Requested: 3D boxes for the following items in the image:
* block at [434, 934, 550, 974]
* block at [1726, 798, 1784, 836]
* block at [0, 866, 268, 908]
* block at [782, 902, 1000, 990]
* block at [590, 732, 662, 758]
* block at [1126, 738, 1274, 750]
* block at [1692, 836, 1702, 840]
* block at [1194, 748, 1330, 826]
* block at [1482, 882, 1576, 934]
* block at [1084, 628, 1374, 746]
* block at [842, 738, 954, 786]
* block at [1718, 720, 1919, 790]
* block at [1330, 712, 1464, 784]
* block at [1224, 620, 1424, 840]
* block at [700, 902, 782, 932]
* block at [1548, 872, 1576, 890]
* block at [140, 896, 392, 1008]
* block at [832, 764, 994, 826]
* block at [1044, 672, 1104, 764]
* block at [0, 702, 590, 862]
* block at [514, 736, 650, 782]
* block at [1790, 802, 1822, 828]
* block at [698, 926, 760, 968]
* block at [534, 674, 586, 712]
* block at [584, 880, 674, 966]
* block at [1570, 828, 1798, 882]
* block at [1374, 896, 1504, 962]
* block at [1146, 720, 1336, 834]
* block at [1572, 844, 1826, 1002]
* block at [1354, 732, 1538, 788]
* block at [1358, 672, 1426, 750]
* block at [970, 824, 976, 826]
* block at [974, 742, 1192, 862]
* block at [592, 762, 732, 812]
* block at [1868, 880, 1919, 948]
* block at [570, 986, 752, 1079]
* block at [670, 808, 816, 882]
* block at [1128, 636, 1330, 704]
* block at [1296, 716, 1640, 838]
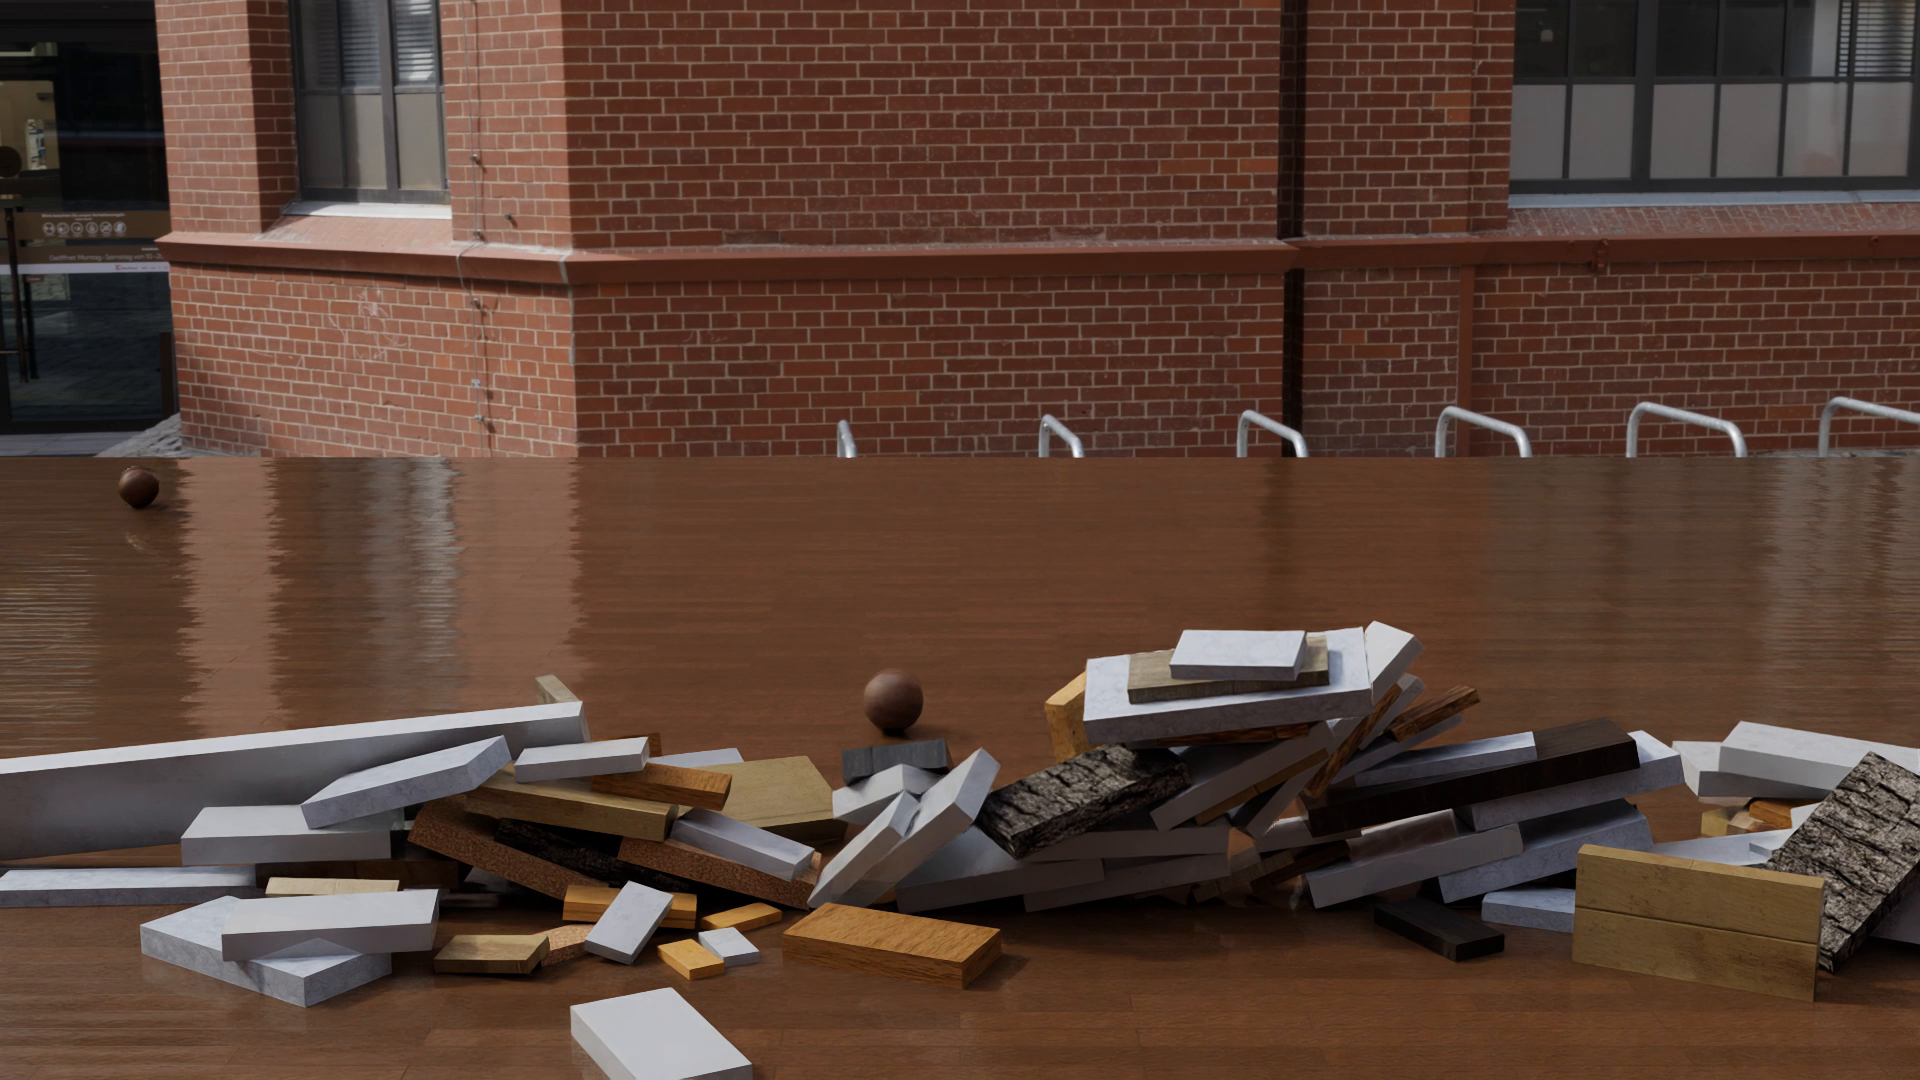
[{"bbox_3d":[-0.710,0.628,3.337,0.156,0.022,0.078,-3,17,16],"label":"block"},{"bbox_3d":[1.454,0.496,3.875,0.133,0.038,0.266,13,19,32],"label":"block"},{"bbox_3d":[-1.308,0.576,3.668,0.577,0.029,0.101,-1,11,-3],"label":"block"},{"bbox_3d":[-0.105,0.622,3.381,0.301,0.043,0.150,5,11,23],"label":"block"},{"bbox_3d":[-0.700,0.380,3.892,0.304,0.043,0.152,-7,-4,20],"label":"block"},{"bbox_3d":[0.390,0.283,3.549,0.237,0.034,0.118,-5,30,15],"label":"block"},{"bbox_3d":[1.298,0.545,3.873,0.099,0.014,0.050,-9,14,-41],"label":"block"},{"bbox_3d":[0.469,0.367,3.561,0.236,0.033,0.118,-28,24,1],"label":"block"},{"bbox_3d":[0.969,0.596,3.549,0.230,0.033,0.115,4,11,23],"label":"block"},{"bbox_3d":[0.421,0.231,3.473,0.443,0.049,0.173,-7,30,10],"label":"block"},{"bbox_3d":[-0.089,0.434,3.787,0.173,0.049,0.346,-7,-26,4],"label":"block"},{"bbox_3d":[1.515,0.387,3.836,0.334,0.047,0.167,8,15,30],"label":"block"},{"bbox_3d":[0.713,0.337,3.641,0.240,0.022,0.076,-26,5,1],"label":"block"},{"bbox_3d":[0.588,0.310,3.623,0.424,0.033,0.118,-47,23,-9],"label":"block"},{"bbox_3d":[-0.351,0.608,3.526,0.116,0.016,0.058,-9,14,-40],"label":"block"},{"bbox_3d":[1.815,0.571,3.684,1.634,0.033,0.115,0,11,-1],"label":"block"},{"bbox_3d":[-1.062,0.624,3.359,0.381,0.046,0.163,7,13,34],"label":"block"},{"bbox_3d":[-0.041,0.457,3.731,0.163,0.046,0.327,-26,-33,36],"label":"block"},{"bbox_3d":[0.237,0.388,3.836,0.043,0.304,0.152,4,26,39],"label":"block"},{"bbox_3d":[-1.235,0.421,3.743,1.222,0.172,0.049,-6,26,2],"label":"block"},{"bbox_3d":[-0.622,0.362,3.630,0.207,0.029,0.104,-5,10,-1],"label":"block"},{"bbox_3d":[1.572,0.484,3.760,0.278,0.039,0.139,12,-22,-29],"label":"block"},{"bbox_3d":[-0.358,0.630,3.407,0.058,0.016,0.116,-5,12,-25],"label":"block"},{"bbox_3d":[-0.781,0.360,4.332,0.037,0.132,0.264,-12,14,-21],"label":"block"},{"bbox_3d":[-0.514,0.594,3.419,0.078,0.022,0.156,16,31,11],"label":"block"},{"bbox_3d":[1.491,0.498,3.579,0.963,0.039,0.139,-6,11,1],"label":"block"},{"bbox_3d":[0.755,0.613,3.471,0.098,0.028,0.195,-6,12,-28],"label":"block"},{"bbox_3d":[0.433,0.346,3.546,0.313,0.044,0.157,-28,24,1],"label":"block"},{"bbox_3d":[1.103,0.571,3.297,0.347,0.174,0.049,5,12,27],"label":"block"},{"bbox_3d":[0.798,0.361,3.619,0.293,0.023,0.083,-11,9,13],"label":"block"},{"bbox_3d":[0.704,0.285,3.660,0.152,0.022,0.076,-44,6,-2],"label":"block"},{"bbox_3d":[0.017,0.522,3.777,0.237,0.034,0.118,-1,-24,-7],"label":"block"},{"bbox_3d":[0.191,0.402,3.492,0.313,0.044,0.157,-21,21,-18],"label":"block"},{"bbox_3d":[-0.493,0.403,3.647,0.216,0.031,0.108,9,10,0],"label":"block"},{"bbox_3d":[1.604,0.557,3.362,0.457,0.174,0.049,6,-13,31],"label":"block"},{"bbox_3d":[-0.410,0.693,2.996,0.150,0.043,0.301,-6,12,-28],"label":"block"},{"bbox_3d":[-0.358,0.500,3.628,0.216,0.031,0.108,18,10,11],"label":"block"},{"bbox_3d":[0.420,0.203,3.443,0.310,0.028,0.098,-6,30,12],"label":"block"},{"bbox_3d":[0.828,0.390,3.629,0.537,0.047,0.167,-12,8,2],"label":"block"}]
